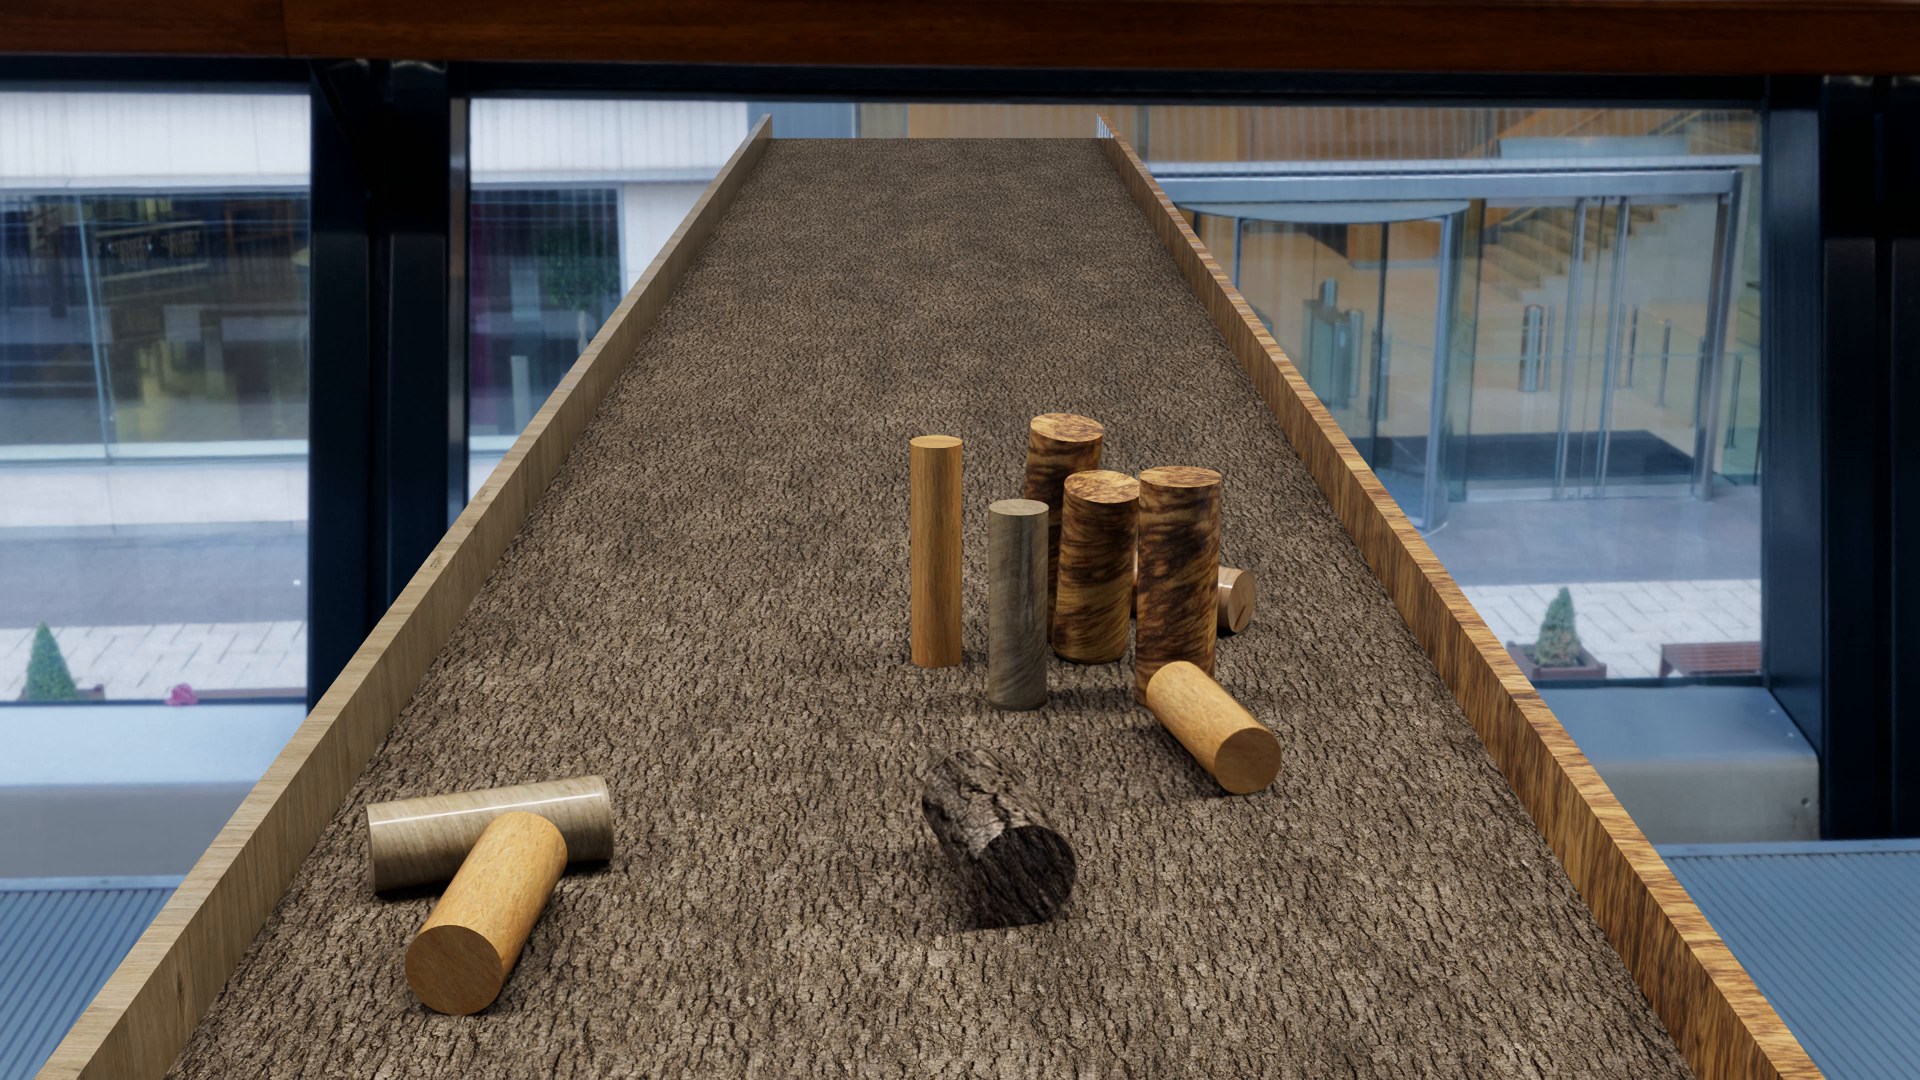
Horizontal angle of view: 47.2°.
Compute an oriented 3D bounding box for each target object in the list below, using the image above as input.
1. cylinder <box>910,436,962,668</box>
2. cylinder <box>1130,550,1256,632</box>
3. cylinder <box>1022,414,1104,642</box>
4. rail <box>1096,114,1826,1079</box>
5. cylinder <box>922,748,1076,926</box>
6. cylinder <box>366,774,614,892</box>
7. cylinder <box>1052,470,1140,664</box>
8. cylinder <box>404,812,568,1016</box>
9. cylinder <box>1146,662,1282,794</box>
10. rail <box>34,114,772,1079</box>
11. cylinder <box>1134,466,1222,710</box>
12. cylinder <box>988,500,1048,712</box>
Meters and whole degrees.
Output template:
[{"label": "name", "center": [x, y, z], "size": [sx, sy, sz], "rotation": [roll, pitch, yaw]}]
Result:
[{"label": "cylinder", "center": [-0.047, 0.024, 4.357], "size": [0.102, 0.450, 0.102], "rotation": [0, 17, 0]}, {"label": "cylinder", "center": [0.427, 0.099, 4.663], "size": [0.378, 0.130, 0.130], "rotation": [11, 20, 32]}, {"label": "cylinder", "center": [0.195, -0.023, 4.486], "size": [0.148, 0.448, 0.148], "rotation": [4, 25, -2]}, {"label": "rail", "center": [0.932, -0.844, 7.801], "size": [0.050, 0.150, 12.000], "rotation": [0, 17, -1]}, {"label": "cylinder", "center": [0.056, 0.456, 3.411], "size": [0.162, 0.162, 0.311], "rotation": [-4, 17, -14]}, {"label": "cylinder", "center": [-0.737, 0.458, 3.447], "size": [0.364, 0.137, 0.137], "rotation": [-6, 17, -18]}, {"label": "cylinder", "center": [0.271, 0.055, 4.379], "size": [0.154, 0.357, 0.154], "rotation": [3, 26, -1]}, {"label": "cylinder", "center": [-0.681, 0.534, 3.191], "size": [0.137, 0.137, 0.383], "rotation": [1, 17, 3]}, {"label": "cylinder", "center": [0.446, 0.329, 3.905], "size": [0.123, 0.123, 0.344], "rotation": [-4, 17, -14]}, {"label": "rail", "center": [-1.118, -0.838, 7.780], "size": [0.050, 0.150, 12.000], "rotation": [0, 17, -1]}, {"label": "cylinder", "center": [0.409, 0.093, 4.141], "size": [0.153, 0.440, 0.153], "rotation": [0, 17, 0]}, {"label": "cylinder", "center": [0.109, 0.123, 4.138], "size": [0.111, 0.384, 0.111], "rotation": [0, 17, 0]}]
